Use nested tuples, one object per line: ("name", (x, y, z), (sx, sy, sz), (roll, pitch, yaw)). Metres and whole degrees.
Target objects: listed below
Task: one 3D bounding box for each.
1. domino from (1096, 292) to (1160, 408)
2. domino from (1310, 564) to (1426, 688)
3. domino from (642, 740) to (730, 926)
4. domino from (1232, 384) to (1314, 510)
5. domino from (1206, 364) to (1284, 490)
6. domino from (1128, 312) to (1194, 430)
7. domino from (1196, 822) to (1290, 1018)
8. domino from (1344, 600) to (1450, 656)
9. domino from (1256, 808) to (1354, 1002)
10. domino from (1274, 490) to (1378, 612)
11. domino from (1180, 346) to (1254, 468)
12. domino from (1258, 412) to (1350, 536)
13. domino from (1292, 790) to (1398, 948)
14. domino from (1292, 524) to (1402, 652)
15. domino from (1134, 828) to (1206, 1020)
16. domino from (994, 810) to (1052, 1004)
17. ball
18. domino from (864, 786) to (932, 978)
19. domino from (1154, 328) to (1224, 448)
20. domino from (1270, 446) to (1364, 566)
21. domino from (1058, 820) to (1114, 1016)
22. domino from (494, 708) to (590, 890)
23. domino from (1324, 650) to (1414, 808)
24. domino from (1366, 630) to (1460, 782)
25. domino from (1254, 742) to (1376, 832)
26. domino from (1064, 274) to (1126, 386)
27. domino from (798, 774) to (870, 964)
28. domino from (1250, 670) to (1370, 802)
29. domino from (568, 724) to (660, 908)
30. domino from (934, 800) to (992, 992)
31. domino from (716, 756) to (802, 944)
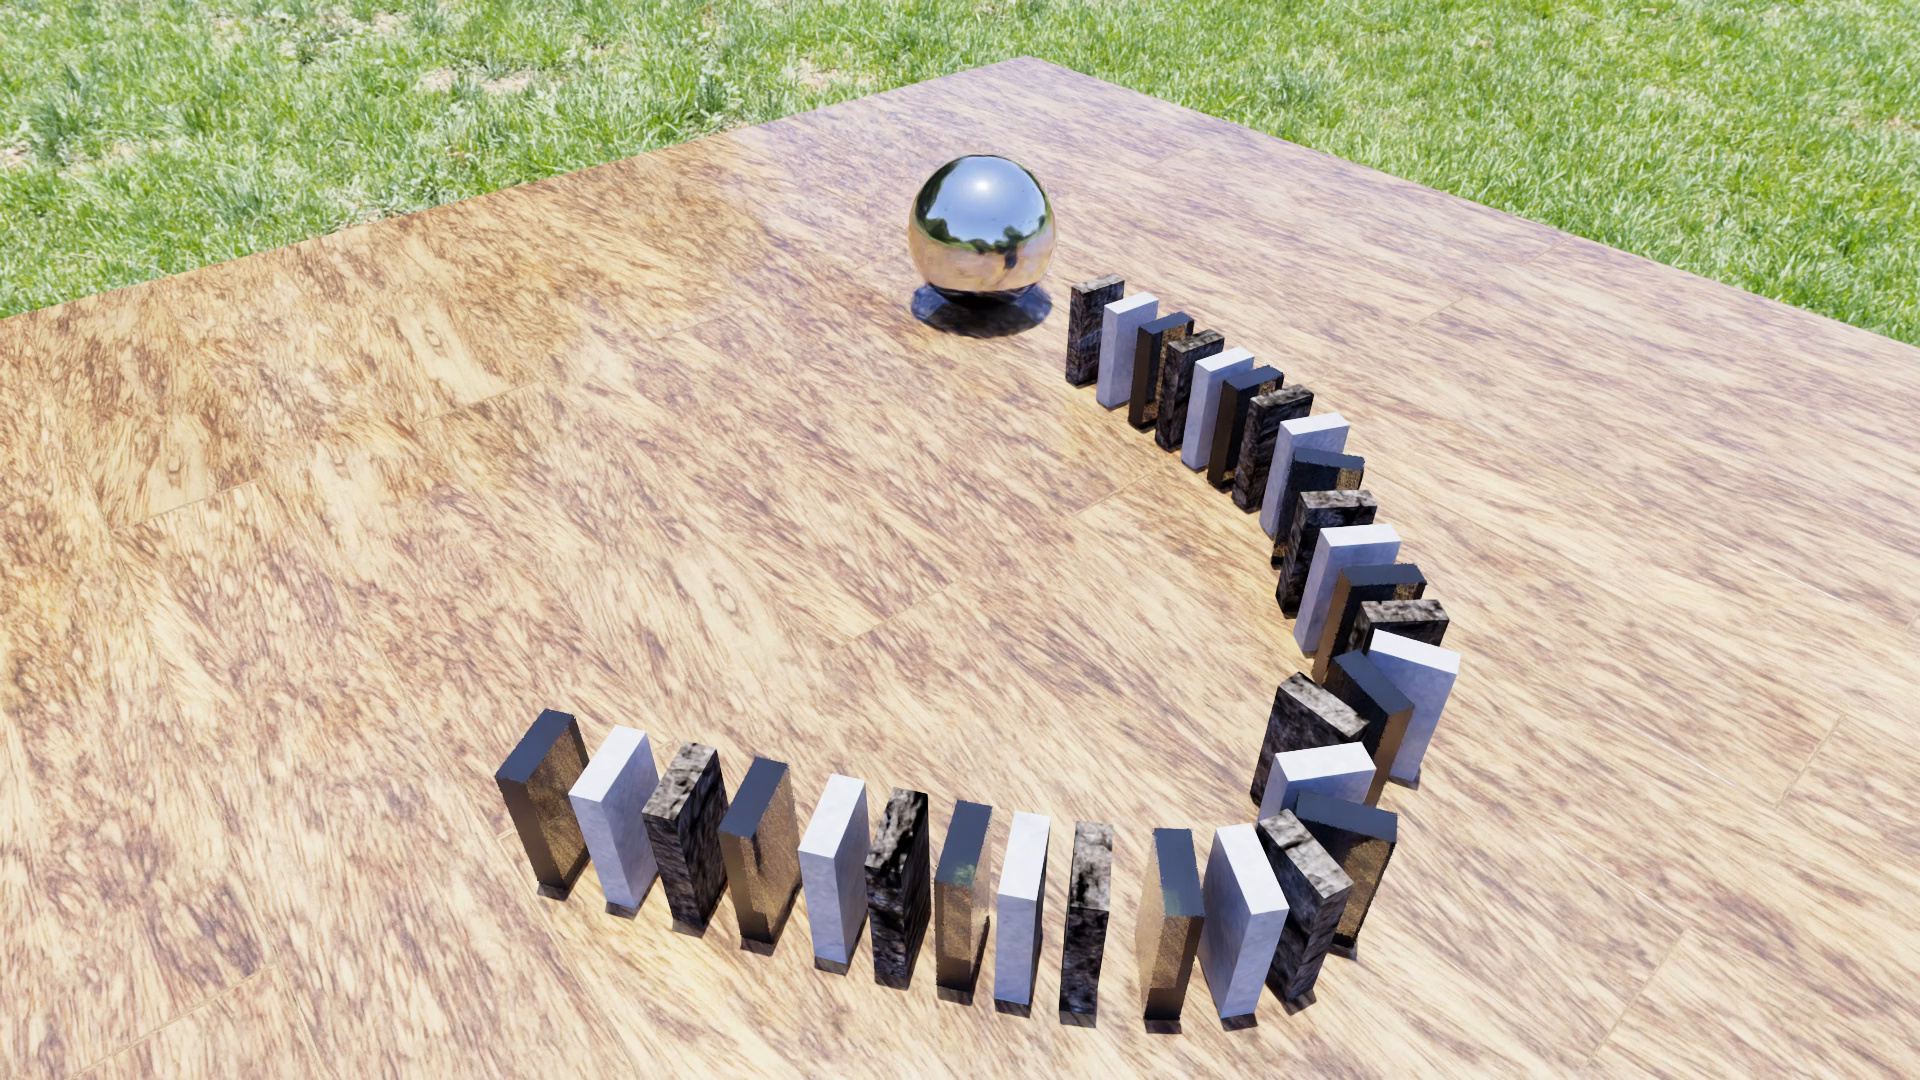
("domino", (0.079, -0.090, 0.521), (0.025, 0.050, 0.010), (-24, 45, -26))
("domino", (0.138, 0.031, 0.374), (0.025, 0.050, 0.010), (-3, 39, -3))
("domino", (-0.075, 0.083, 0.310), (0.010, 0.050, 0.025), (10, 40, 12))
("domino", (0.130, -0.039, 0.459), (0.025, 0.050, 0.009), (-18, 43, -21))
("domino", (0.122, -0.048, 0.470), (0.025, 0.050, 0.009), (-21, 44, -23))
("domino", (0.092, -0.078, 0.506), (0.025, 0.050, 0.009), (-23, 45, -26))
("domino", (0.072, 0.100, 0.289), (0.009, 0.050, 0.025), (-6, 40, -7))
("domino", (0.140, 0.041, 0.361), (0.025, 0.050, 0.009), (-2, 39, -2))
("domino", (0.087, 0.098, 0.292), (0.009, 0.050, 0.025), (-18, 42, -20))
("domino", (0.134, 0.005, 0.406), (0.025, 0.050, 0.009), (-2, 39, -3))
("domino", (0.112, -0.058, 0.482), (0.025, 0.050, 0.009), (-21, 44, -24))
("domino", (0.138, -0.026, 0.443), (0.025, 0.050, 0.009), (-10, 40, -12))
("domino", (0.100, 0.091, 0.301), (0.025, 0.050, 0.009), (12, 41, 14))
("domino", (0.137, 0.017, 0.390), (0.025, 0.050, 0.009), (-4, 40, -5))
("domino", (0.054, 0.101, 0.288), (0.009, 0.050, 0.025), (1, 39, 1))
("domino", (0.016, 0.098, 0.292), (0.009, 0.050, 0.025), (8, 40, 9))
("ball", (0.012, -0.165, 0.589), (0.080, 0.080, 0.080), (0, 39, 0))
("domino", (-0.016, 0.093, 0.298), (0.010, 0.050, 0.025), (9, 40, 11))
("domino", (0.103, -0.068, 0.494), (0.025, 0.050, 0.009), (-22, 44, -25))
("domino", (0.137, -0.011, 0.425), (0.025, 0.050, 0.010), (10, 40, 12))
("domino", (0.033, 0.100, 0.289), (0.010, 0.050, 0.025), (5, 40, 6))
("domino", (-0.117, 0.076, 0.319), (0.009, 0.050, 0.025), (10, 40, 12))
("domino", (0.121, 0.061, 0.337), (0.009, 0.050, 0.025), (-16, 42, -18))
("domino", (0.137, 0.053, 0.347), (0.025, 0.050, 0.009), (16, 42, 19))
("domino", (0.099, 0.079, 0.315), (0.025, 0.050, 0.009), (-6, 40, -7))
("domino", (0.066, -0.102, 0.536), (0.025, 0.050, 0.009), (-23, 45, -26))
("domino", (-0.033, 0.090, 0.301), (0.009, 0.050, 0.025), (10, 40, 11))
("domino", (0.104, 0.066, 0.331), (0.009, 0.050, 0.025), (-26, 46, -29))
("domino", (-0.095, 0.080, 0.314), (0.009, 0.050, 0.025), (10, 40, 12))
("domino", (0.001, 0.096, 0.294), (0.010, 0.050, 0.025), (8, 40, 10))
("domino", (-0.054, 0.087, 0.306), (0.010, 0.050, 0.025), (10, 40, 12))
